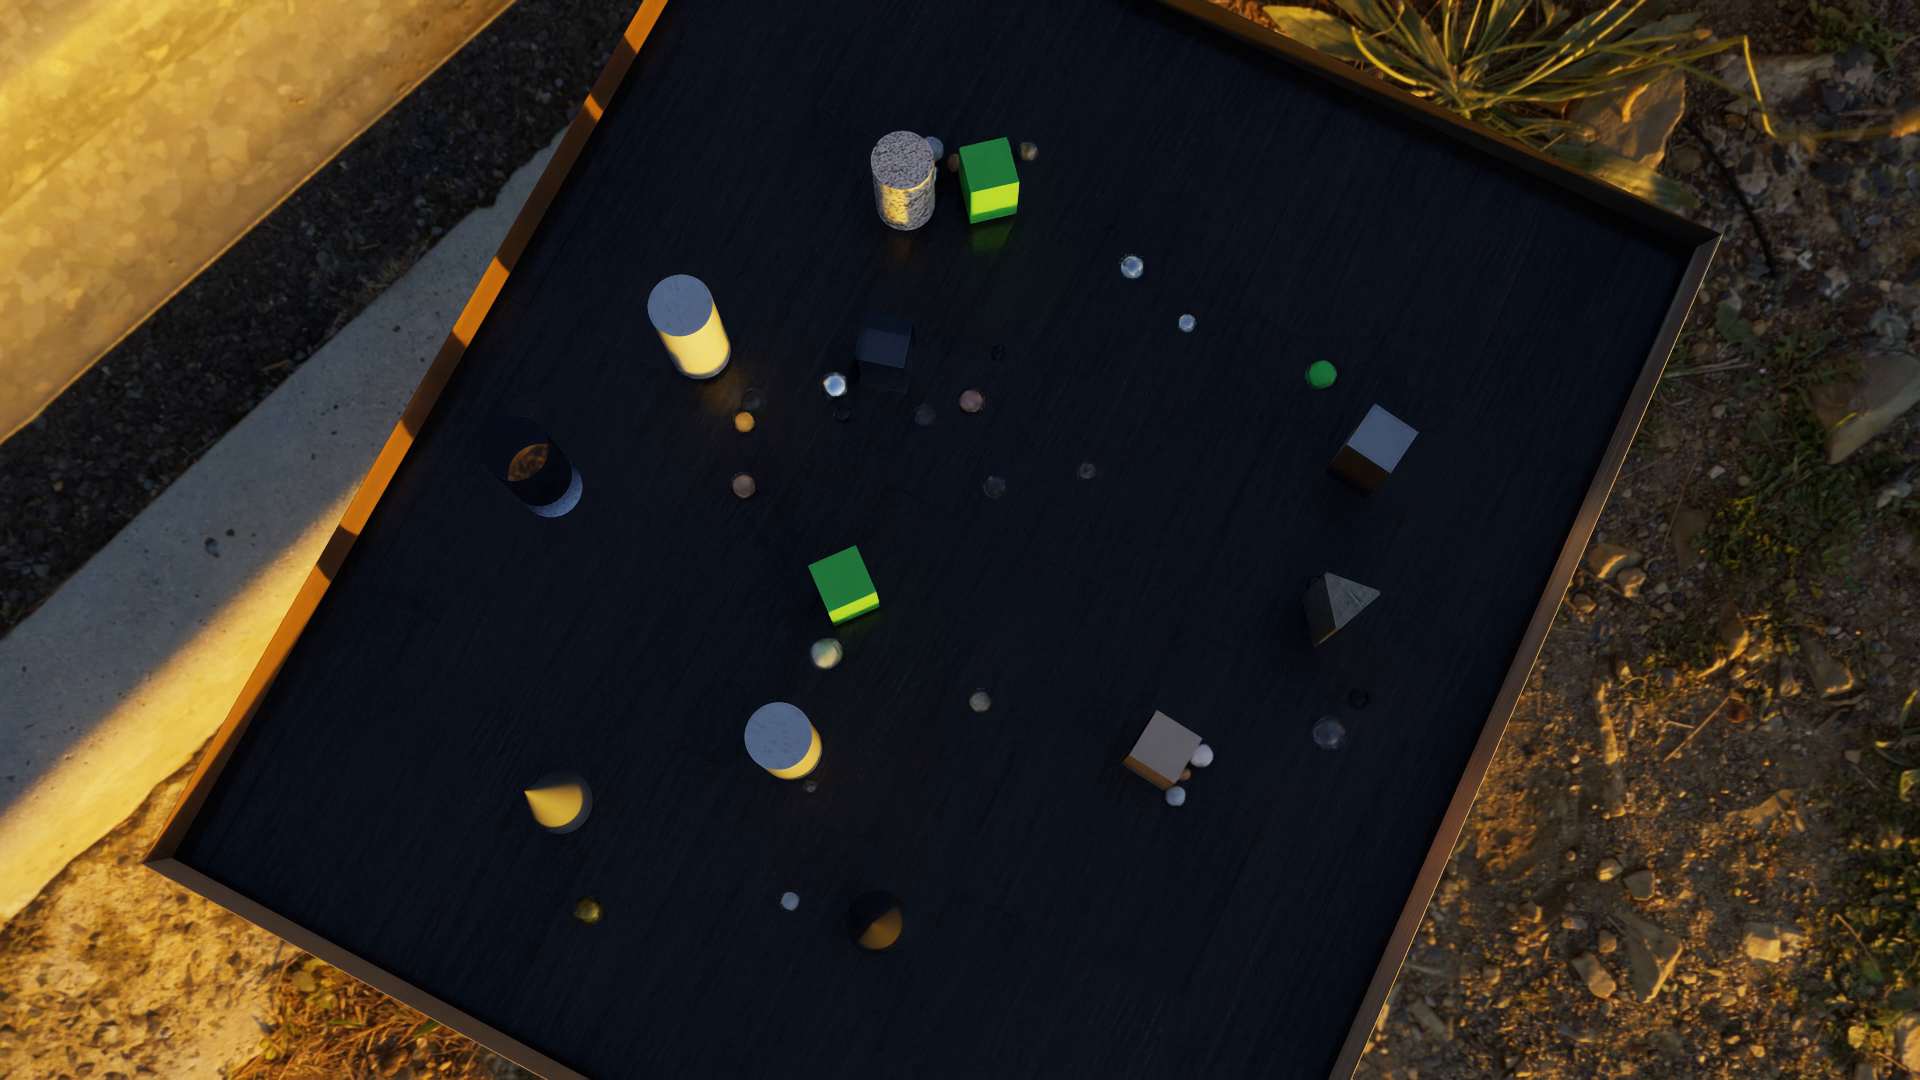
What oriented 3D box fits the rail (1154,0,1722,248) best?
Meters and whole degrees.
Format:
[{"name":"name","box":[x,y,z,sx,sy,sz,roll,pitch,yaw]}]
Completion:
[{"name":"rail","box":[0.848,-1.655,5.895,3.375,0.123,0.045,26,80,5]}]

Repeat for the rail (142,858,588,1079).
[{"name":"rail","box":[-0.848,1.668,5.207,3.375,0.123,0.045,26,80,5]}]

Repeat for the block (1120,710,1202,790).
[{"name":"block","box":[0.584,0.616,5.340,0.152,0.293,0.152,32,80,6]}]

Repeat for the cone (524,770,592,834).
[{"name":"cone","box":[-1.189,0.732,5.225,0.190,0.469,0.190,0,78,0]}]

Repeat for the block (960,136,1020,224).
[{"name":"block","box":[0.089,-1.120,5.718,0.152,0.255,0.152,-13,79,-3]}]

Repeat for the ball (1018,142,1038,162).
[{"name":"ball","box":[0.214,-1.239,5.841,0.062,0.062,0.062,0,78,0]}]

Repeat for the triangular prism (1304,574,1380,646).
[{"name":"triangular prism","box":[1.090,0.184,5.399,0.164,0.351,0.142,-39,81,-7]}]

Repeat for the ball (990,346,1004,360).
[{"name":"ball","box":[0.116,-0.582,5.715,0.044,0.044,0.044,0,78,0]}]

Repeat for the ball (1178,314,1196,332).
[{"name":"ball","box":[0.710,-0.678,5.728,0.056,0.056,0.056,0,78,0]}]

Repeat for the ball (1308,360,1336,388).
[{"name":"ball","box":[1.122,-0.513,5.678,0.087,0.087,0.087,0,78,0]}]

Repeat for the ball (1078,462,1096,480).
[{"name":"ball","box":[0.392,-0.212,5.633,0.054,0.054,0.054,0,78,0]}]

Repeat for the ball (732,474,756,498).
[{"name":"ball","box":[-0.662,-0.164,5.614,0.071,0.071,0.071,0,78,0]}]

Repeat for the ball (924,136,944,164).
[{"name":"ball","box":[-0.094,-1.240,5.830,0.085,0.085,0.085,0,78,0]}]

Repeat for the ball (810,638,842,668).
[{"name":"ball","box":[-0.400,0.339,5.498,0.095,0.095,0.095,0,78,0]}]

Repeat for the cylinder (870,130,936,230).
[{"name":"cylinder","box":[-0.173,-1.110,5.677,0.190,0.331,0.190,0,78,0]}]

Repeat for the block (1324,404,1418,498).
[{"name":"block","box":[1.231,-0.263,5.500,0.152,0.334,0.152,35,80,7]}]

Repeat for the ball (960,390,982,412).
[{"name":"ball","box":[0.034,-0.429,5.668,0.072,0.072,0.072,0,78,0]}]

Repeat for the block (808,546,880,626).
[{"name":"block","box":[-0.343,0.139,5.456,0.152,0.257,0.152,-23,79,-5]}]

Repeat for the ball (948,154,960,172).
[{"name":"ball","box":[-0.013,-1.199,5.836,0.057,0.057,0.057,0,78,0]}]

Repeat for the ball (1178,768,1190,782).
[{"name":"ball","box":[0.664,0.695,5.451,0.043,0.043,0.043,0,78,0]}]

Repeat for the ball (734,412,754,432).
[{"name":"ball","box":[-0.666,-0.364,5.660,0.063,0.063,0.063,0,78,0]}]

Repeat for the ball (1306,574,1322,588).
[{"name":"ball","box":[1.083,0.136,5.557,0.062,0.062,0.062,0,78,0]}]

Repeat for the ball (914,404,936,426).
[{"name":"ball","box":[-0.107,-0.384,5.661,0.068,0.068,0.068,0,78,0]}]

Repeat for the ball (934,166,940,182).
[{"name":"ball","box":[-0.089,-1.167,5.831,0.052,0.052,0.052,0,78,0]}]

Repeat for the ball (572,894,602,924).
[{"name":"ball","box":[-1.089,1.079,5.350,0.084,0.084,0.084,0,78,0]}]

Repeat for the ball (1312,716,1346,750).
[{"name":"ball","box":[1.097,0.574,5.449,0.095,0.095,0.095,0,78,0]}]

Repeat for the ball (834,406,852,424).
[{"name":"ball","box":[-0.362,-0.388,5.668,0.056,0.056,0.056,0,78,0]}]

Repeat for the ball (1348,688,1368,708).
[{"name":"ball","box":[1.193,0.471,5.488,0.060,0.060,0.060,0,78,0]}]

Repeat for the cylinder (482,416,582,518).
[{"name":"cylinder","box":[-1.259,-0.211,5.418,0.190,0.474,0.190,0,78,0]}]

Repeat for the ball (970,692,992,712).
[{"name":"ball","box":[0.061,0.484,5.483,0.065,0.065,0.065,0,78,0]}]

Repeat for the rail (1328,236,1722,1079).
[{"name":"rail","box":[1.488,0.735,5.400,0.045,0.123,3.841,26,80,5]}]

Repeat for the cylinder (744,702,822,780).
[{"name":"cylinder","box":[-0.507,0.586,5.300,0.190,0.382,0.190,0,78,0]}]

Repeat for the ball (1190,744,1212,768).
[{"name":"ball","box":[0.716,0.642,5.447,0.071,0.071,0.071,0,78,0]}]

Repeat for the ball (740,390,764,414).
[{"name":"ball","box":[-0.642,-0.427,5.668,0.073,0.073,0.073,0,78,0]}]

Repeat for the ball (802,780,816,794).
[{"name":"ball","box":[-0.447,0.732,5.445,0.040,0.040,0.040,0,78,0]}]

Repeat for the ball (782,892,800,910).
[{"name":"ball","box":[-0.496,1.058,5.370,0.053,0.053,0.053,0,78,0]}]

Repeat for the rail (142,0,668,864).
[{"name":"rail","box":[-1.488,-0.722,5.702,0.045,0.123,3.841,26,80,5]}]

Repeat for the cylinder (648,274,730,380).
[{"name":"cylinder","box":[-0.812,-0.638,5.530,0.190,0.428,0.190,0,78,0]}]

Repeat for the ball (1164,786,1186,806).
[{"name":"ball","box":[0.638,0.758,5.428,0.062,0.062,0.062,0,78,0]}]

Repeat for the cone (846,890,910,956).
[{"name":"cone","box":[-0.240,1.085,5.190,0.190,0.395,0.190,0,78,0]}]

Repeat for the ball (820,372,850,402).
[{"name":"ball","box":[-0.386,-0.474,5.667,0.093,0.093,0.093,0,78,0]}]

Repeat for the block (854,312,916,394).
[{"name":"block","box":[-0.227,-0.571,5.599,0.152,0.266,0.152,11,79,2]}]

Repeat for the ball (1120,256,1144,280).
[{"name":"ball","box":[0.542,-0.856,5.756,0.073,0.073,0.073,0,78,0]}]

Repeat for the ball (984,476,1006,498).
[{"name":"ball","box":[0.105,-0.164,5.615,0.069,0.069,0.069,0,78,0]}]
